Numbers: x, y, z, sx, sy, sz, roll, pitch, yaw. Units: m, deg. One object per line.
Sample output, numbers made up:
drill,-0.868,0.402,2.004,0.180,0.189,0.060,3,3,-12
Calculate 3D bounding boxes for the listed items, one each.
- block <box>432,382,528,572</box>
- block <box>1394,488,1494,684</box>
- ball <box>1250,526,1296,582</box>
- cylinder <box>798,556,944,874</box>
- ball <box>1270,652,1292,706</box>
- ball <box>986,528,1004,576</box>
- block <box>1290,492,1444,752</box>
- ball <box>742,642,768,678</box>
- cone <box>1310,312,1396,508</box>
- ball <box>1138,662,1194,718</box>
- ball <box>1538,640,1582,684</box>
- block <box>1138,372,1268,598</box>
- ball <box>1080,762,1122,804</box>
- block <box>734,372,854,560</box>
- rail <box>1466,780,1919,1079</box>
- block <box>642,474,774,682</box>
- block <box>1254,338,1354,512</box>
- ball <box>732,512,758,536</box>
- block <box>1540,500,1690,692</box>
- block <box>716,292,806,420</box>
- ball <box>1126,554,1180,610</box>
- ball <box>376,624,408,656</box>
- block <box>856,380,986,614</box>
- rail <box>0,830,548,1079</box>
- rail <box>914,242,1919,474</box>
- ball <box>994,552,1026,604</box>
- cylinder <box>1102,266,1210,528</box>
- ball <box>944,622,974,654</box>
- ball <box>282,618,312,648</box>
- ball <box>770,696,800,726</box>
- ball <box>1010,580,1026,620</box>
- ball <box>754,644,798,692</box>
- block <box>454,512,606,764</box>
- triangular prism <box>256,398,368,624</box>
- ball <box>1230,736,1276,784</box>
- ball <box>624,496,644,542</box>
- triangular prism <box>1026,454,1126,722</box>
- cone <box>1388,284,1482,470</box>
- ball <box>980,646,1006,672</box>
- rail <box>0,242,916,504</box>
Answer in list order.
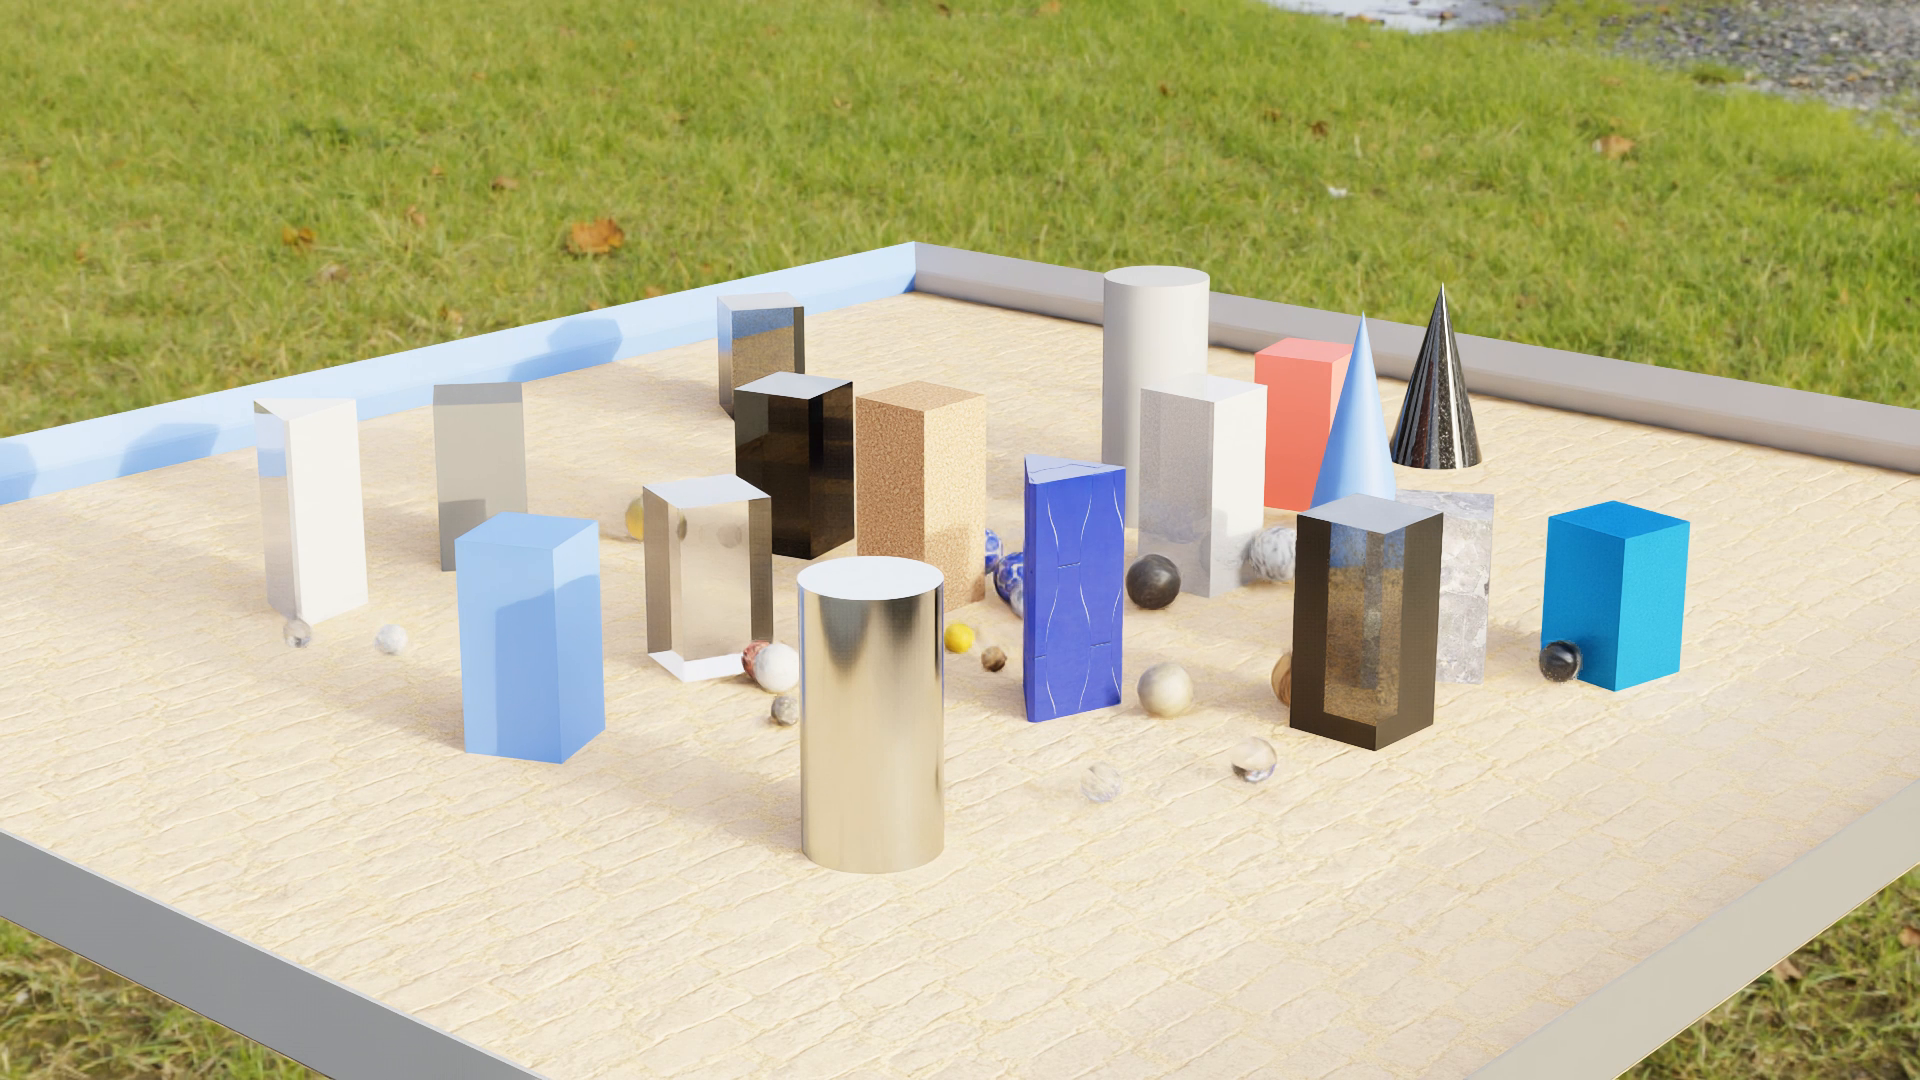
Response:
block,-0.865,-0.116,5.305,0.158,0.307,0.158,-3,17,-9
block,0.774,0.074,4.733,0.158,0.273,0.158,3,17,11
ball,0.561,0.026,5.154,0.099,0.099,0.099,0,17,0
cylinder,-0.120,0.236,3.994,0.197,0.389,0.197,0,17,0
ball,0.530,0.217,4.578,0.089,0.089,0.089,0,17,0
ball,0.034,0.021,5.157,0.087,0.087,0.087,0,17,0
block,0.617,0.122,4.456,0.158,0.341,0.158,15,22,40
ball,-0.321,0.193,4.707,0.060,0.060,0.060,0,17,0
cone,0.730,-0.204,5.366,0.197,0.441,0.197,0,17,0
ball,0.318,0.232,4.532,0.087,0.087,0.087,0,17,0
ball,0.959,0.195,4.688,0.068,0.068,0.068,0,17,0
block,0.426,-0.099,5.168,0.158,0.353,0.158,14,22,38
ball,0.202,0.348,4.197,0.059,0.059,0.059,0,17,0
block,-0.303,-0.138,5.387,0.158,0.302,0.158,9,19,27
rail,1.320,0.363,4.023,0.045,0.128,3.719,14,22,39
block,-0.408,0.059,4.755,0.158,0.289,0.158,-9,19,-26
block,0.670,-0.221,5.665,0.158,0.300,0.158,9,19,28
ball,-0.399,-0.030,5.460,0.048,0.048,0.048,0,17,0
block,1.053,0.088,4.721,0.158,0.253,0.158,-13,21,-36
block,-0.431,-0.399,6.354,0.158,0.243,0.158,-5,17,-15
ball,0.332,0.072,5.047,0.095,0.095,0.095,0,17,0
ball,-0.933,0.164,4.815,0.053,0.053,0.053,0,17,0
block,-0.067,-0.071,5.052,0.158,0.366,0.158,14,22,39
rail,-1.204,0.432,3.793,3.543,0.128,0.045,14,22,39
rail,1.204,-0.368,6.447,3.543,0.128,0.045,14,22,39
ball,0.105,0.066,5.068,0.094,0.094,0.094,0,17,0
cylinder,0.367,-0.270,5.542,0.197,0.465,0.197,0,17,0
ball,-0.002,0.161,4.826,0.052,0.052,0.052,0,17,0
ball,-1.098,0.155,4.855,0.048,0.048,0.048,0,17,0
ball,-0.266,0.262,4.498,0.048,0.048,0.048,0,17,0
ball,0.120,0.101,4.995,0.070,0.070,0.070,0,17,0
ball,-0.288,0.202,4.644,0.078,0.078,0.078,0,17,0
block,-0.642,0.145,4.396,0.158,0.333,0.158,5,18,17
triangular prism,-1.136,-0.056,5.007,0.148,0.363,0.171,10,19,29
ball,0.427,0.321,4.270,0.068,0.068,0.068,0,17,0
ball,-0.575,-0.040,5.426,0.091,0.091,0.091,0,17,0
triangular prism,0.143,0.067,4.566,0.171,0.383,0.148,-10,20,-30
cone,0.973,-0.345,5.964,0.197,0.365,0.197,0,17,0
ball,0.054,0.192,4.743,0.041,0.041,0.041,0,17,0
rail,-1.320,-0.299,6.217,0.045,0.128,3.719,14,22,39
